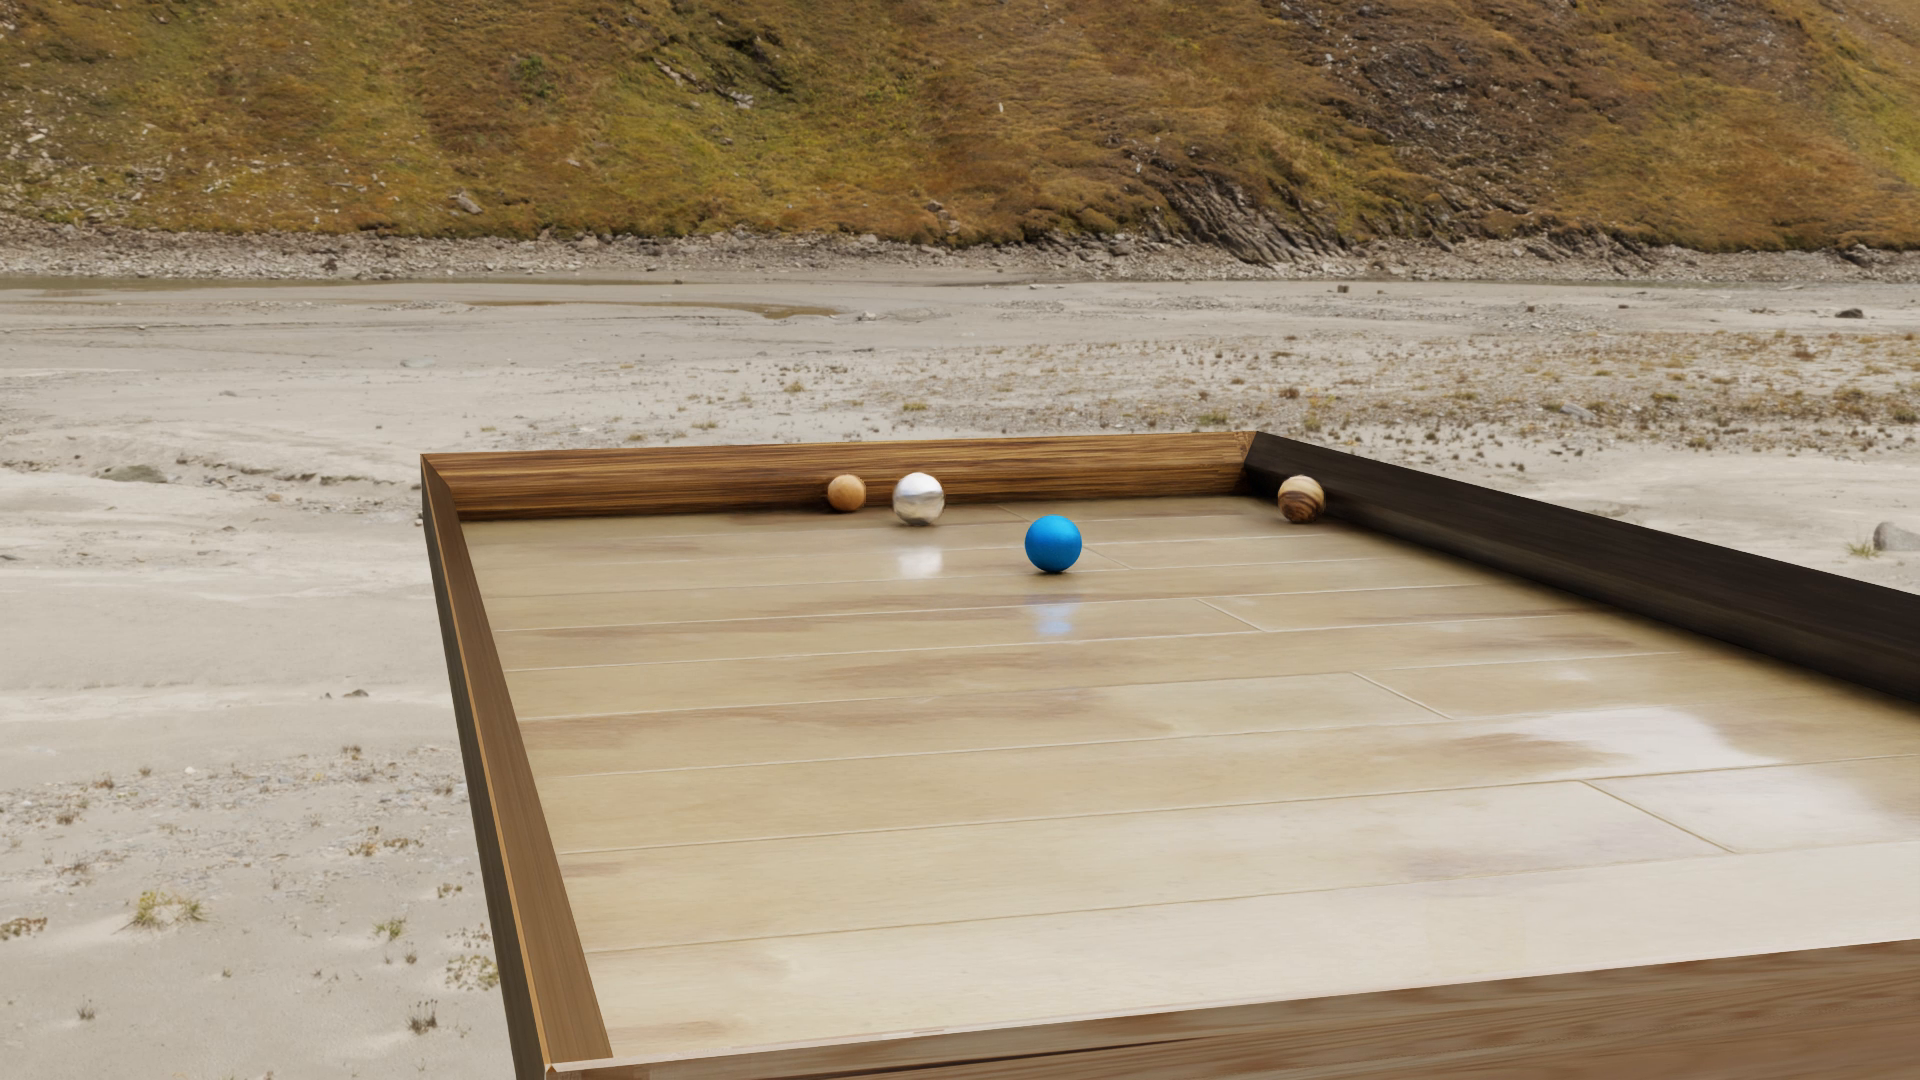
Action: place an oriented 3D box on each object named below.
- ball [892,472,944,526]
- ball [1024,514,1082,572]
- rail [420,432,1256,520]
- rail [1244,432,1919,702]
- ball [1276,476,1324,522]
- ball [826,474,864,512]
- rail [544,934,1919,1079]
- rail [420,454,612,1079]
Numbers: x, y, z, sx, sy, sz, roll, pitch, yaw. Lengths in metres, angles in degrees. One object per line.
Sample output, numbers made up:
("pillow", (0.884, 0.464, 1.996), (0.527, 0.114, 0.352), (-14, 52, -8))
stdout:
("ball", (-0.070, -0.069, 3.694), (0.088, 0.088, 0.088), (0, 9, 0))
("ball", (0.136, 0.005, 3.212), (0.084, 0.084, 0.084), (0, 9, 0))
("rail", (-0.173, -0.115, 3.904), (1.523, 0.114, 0.045), (-2, 9, -15))
("rail", (0.892, 0.054, 2.780), (0.045, 0.114, 2.791), (-2, 9, -15))
("ball", (0.577, -0.070, 3.725), (0.080, 0.080, 0.080), (0, 9, 0))
("ball", (-0.200, -0.081, 3.851), (0.066, 0.066, 0.066), (0, 9, 0))
("rail", (0.531, 0.278, 1.281), (1.523, 0.114, 0.045), (-2, 9, -15))
("rail", (-0.534, 0.110, 2.406), (0.045, 0.114, 2.791), (-2, 9, -15))
